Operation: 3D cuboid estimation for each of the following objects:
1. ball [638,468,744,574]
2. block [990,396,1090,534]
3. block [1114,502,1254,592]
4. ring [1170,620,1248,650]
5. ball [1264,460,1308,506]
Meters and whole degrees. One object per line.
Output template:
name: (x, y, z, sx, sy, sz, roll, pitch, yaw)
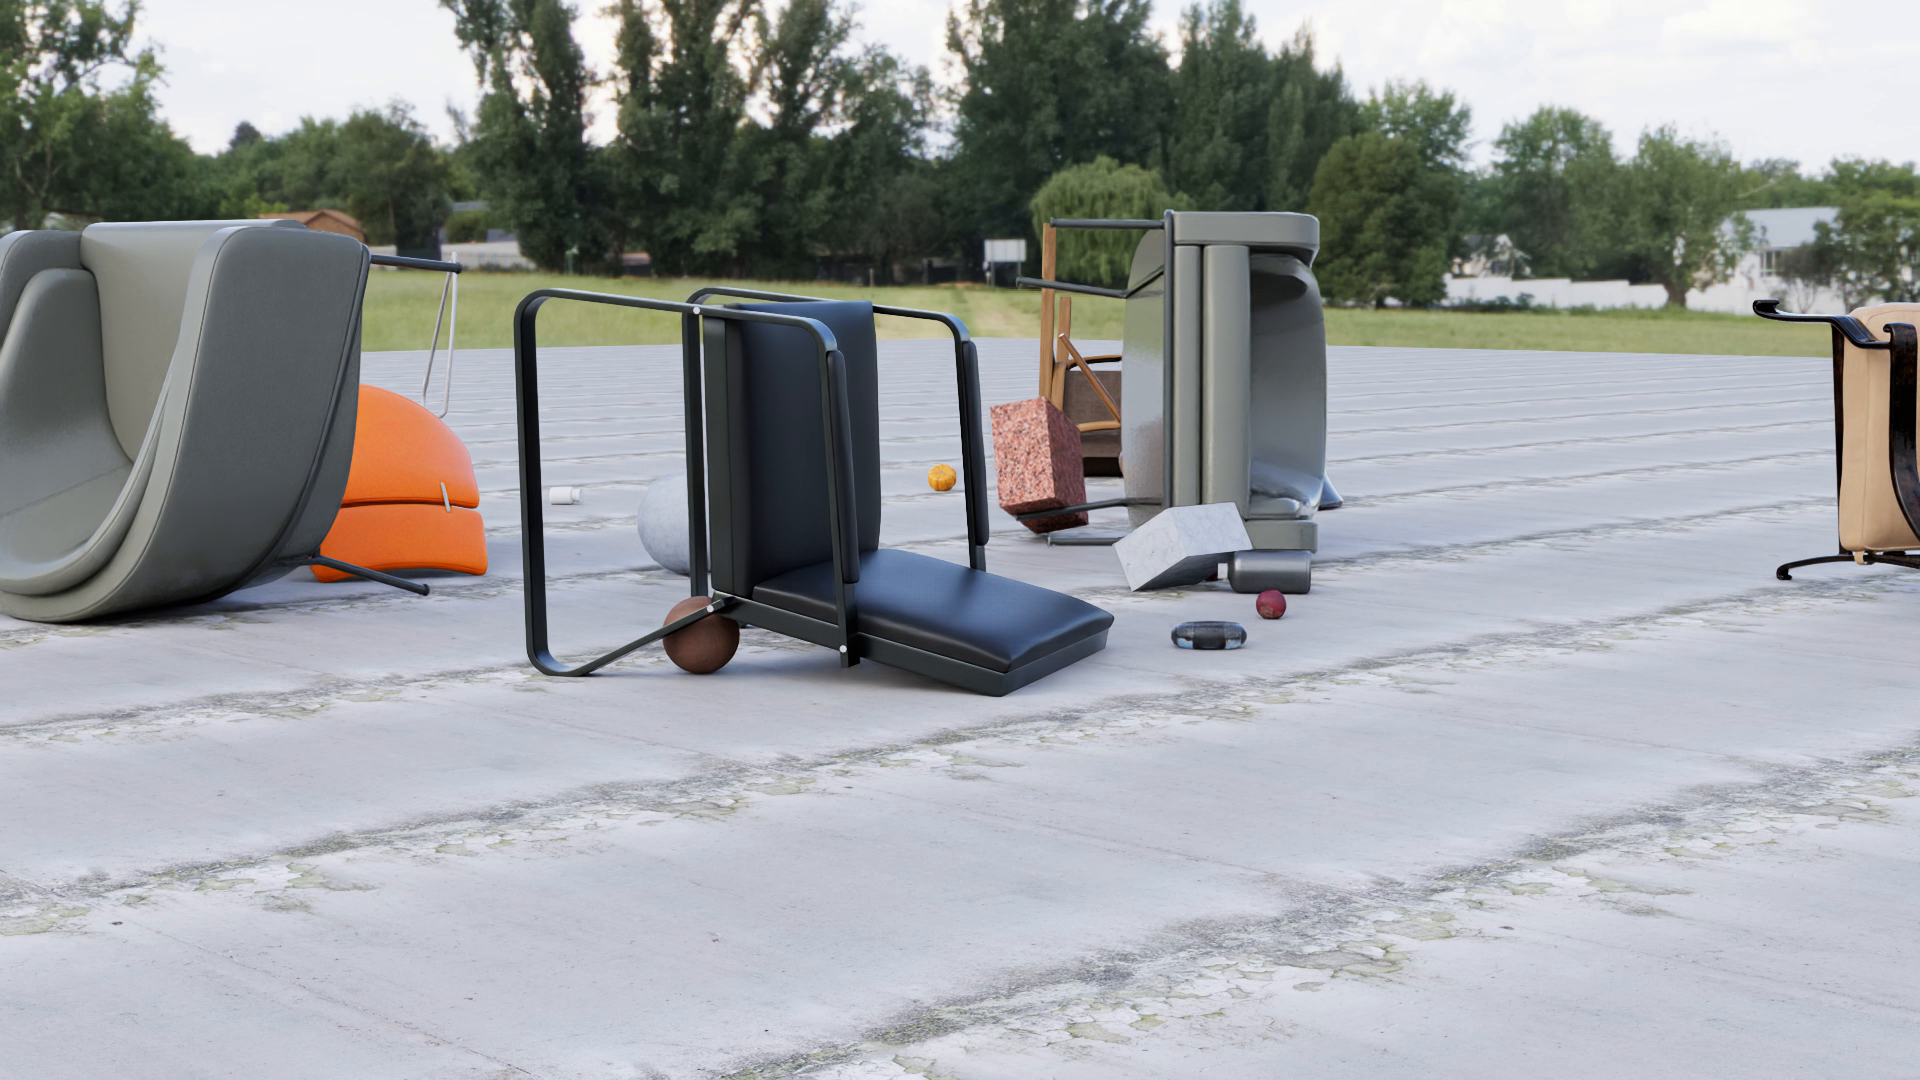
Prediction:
ball: (-0.594, -0.042, 5.668, 0.236, 0.236, 0.236, 0, 6, 0)
block: (0.201, -0.183, 6.423, 0.142, 0.258, 0.301, -10, -16, 17)
block: (0.469, 0.014, 5.387, 0.205, 0.110, 0.177, -5, -21, -42)
ring: (0.442, 0.169, 4.560, 0.136, 0.044, 0.099, 0, 4, 5)
ball: (0.935, -0.162, 7.359, 0.129, 0.129, 0.129, 0, 6, 0)
